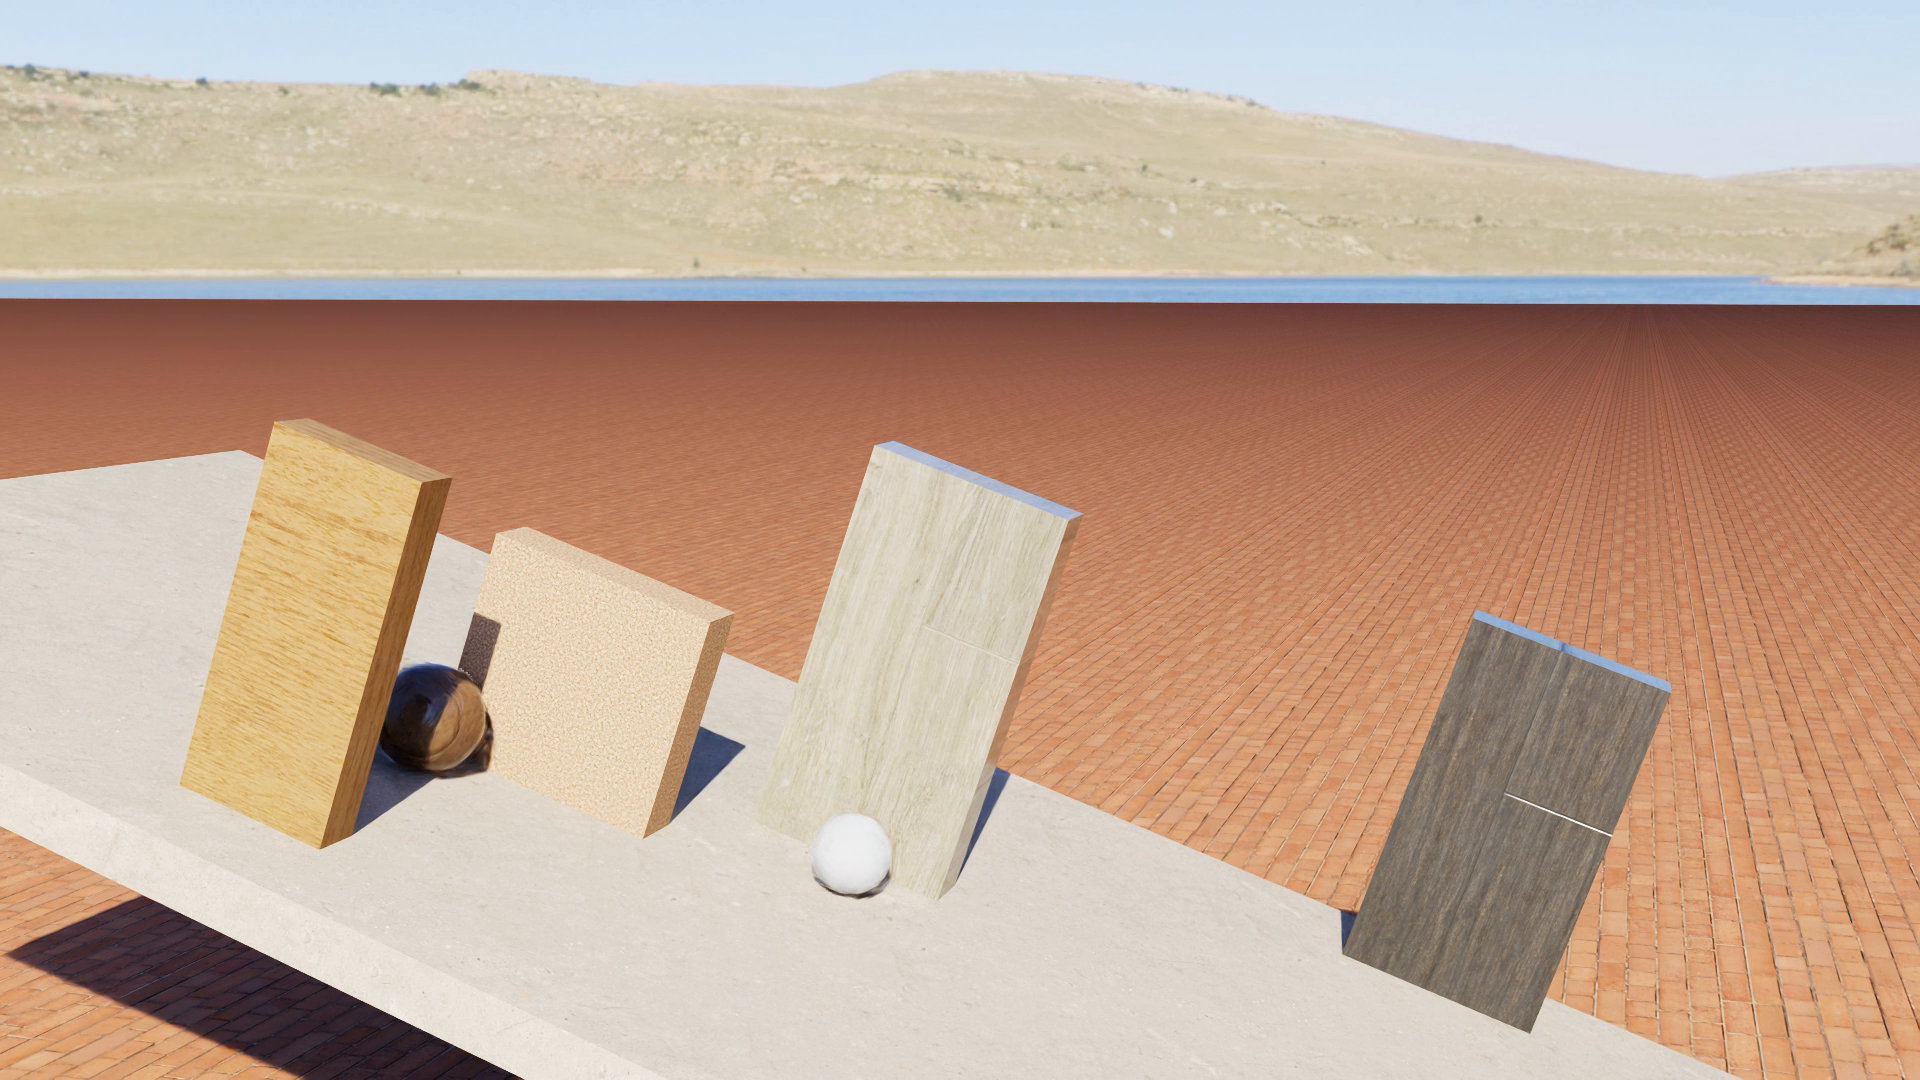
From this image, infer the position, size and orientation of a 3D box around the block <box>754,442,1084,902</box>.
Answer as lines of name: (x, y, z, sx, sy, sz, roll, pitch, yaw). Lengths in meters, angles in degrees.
block: (-0.086, 0.250, 4.226, 0.399, 0.784, 0.114, 21, 12, 14)

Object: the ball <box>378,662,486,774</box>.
ball: (-0.963, 0.323, 3.995, 0.200, 0.200, 0.200, 0, 7, 0)

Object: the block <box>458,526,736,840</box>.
block: (-0.701, 0.262, 4.096, 0.449, 0.434, 0.114, 21, 12, 14)

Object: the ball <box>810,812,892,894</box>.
ball: (-0.202, 0.583, 4.087, 0.152, 0.152, 0.152, 0, 7, 0)

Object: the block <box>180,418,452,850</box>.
block: (-1.050, 0.152, 3.573, 0.277, 0.638, 0.094, 21, 12, 14)

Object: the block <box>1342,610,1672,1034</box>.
block: (1.132, 0.585, 4.578, 0.412, 0.773, 0.116, 21, 12, 14)

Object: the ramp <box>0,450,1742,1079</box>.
ramp: (-0.345, 0.641, 4.218, 4.000, 0.100, 2.000, 21, 12, 14)
